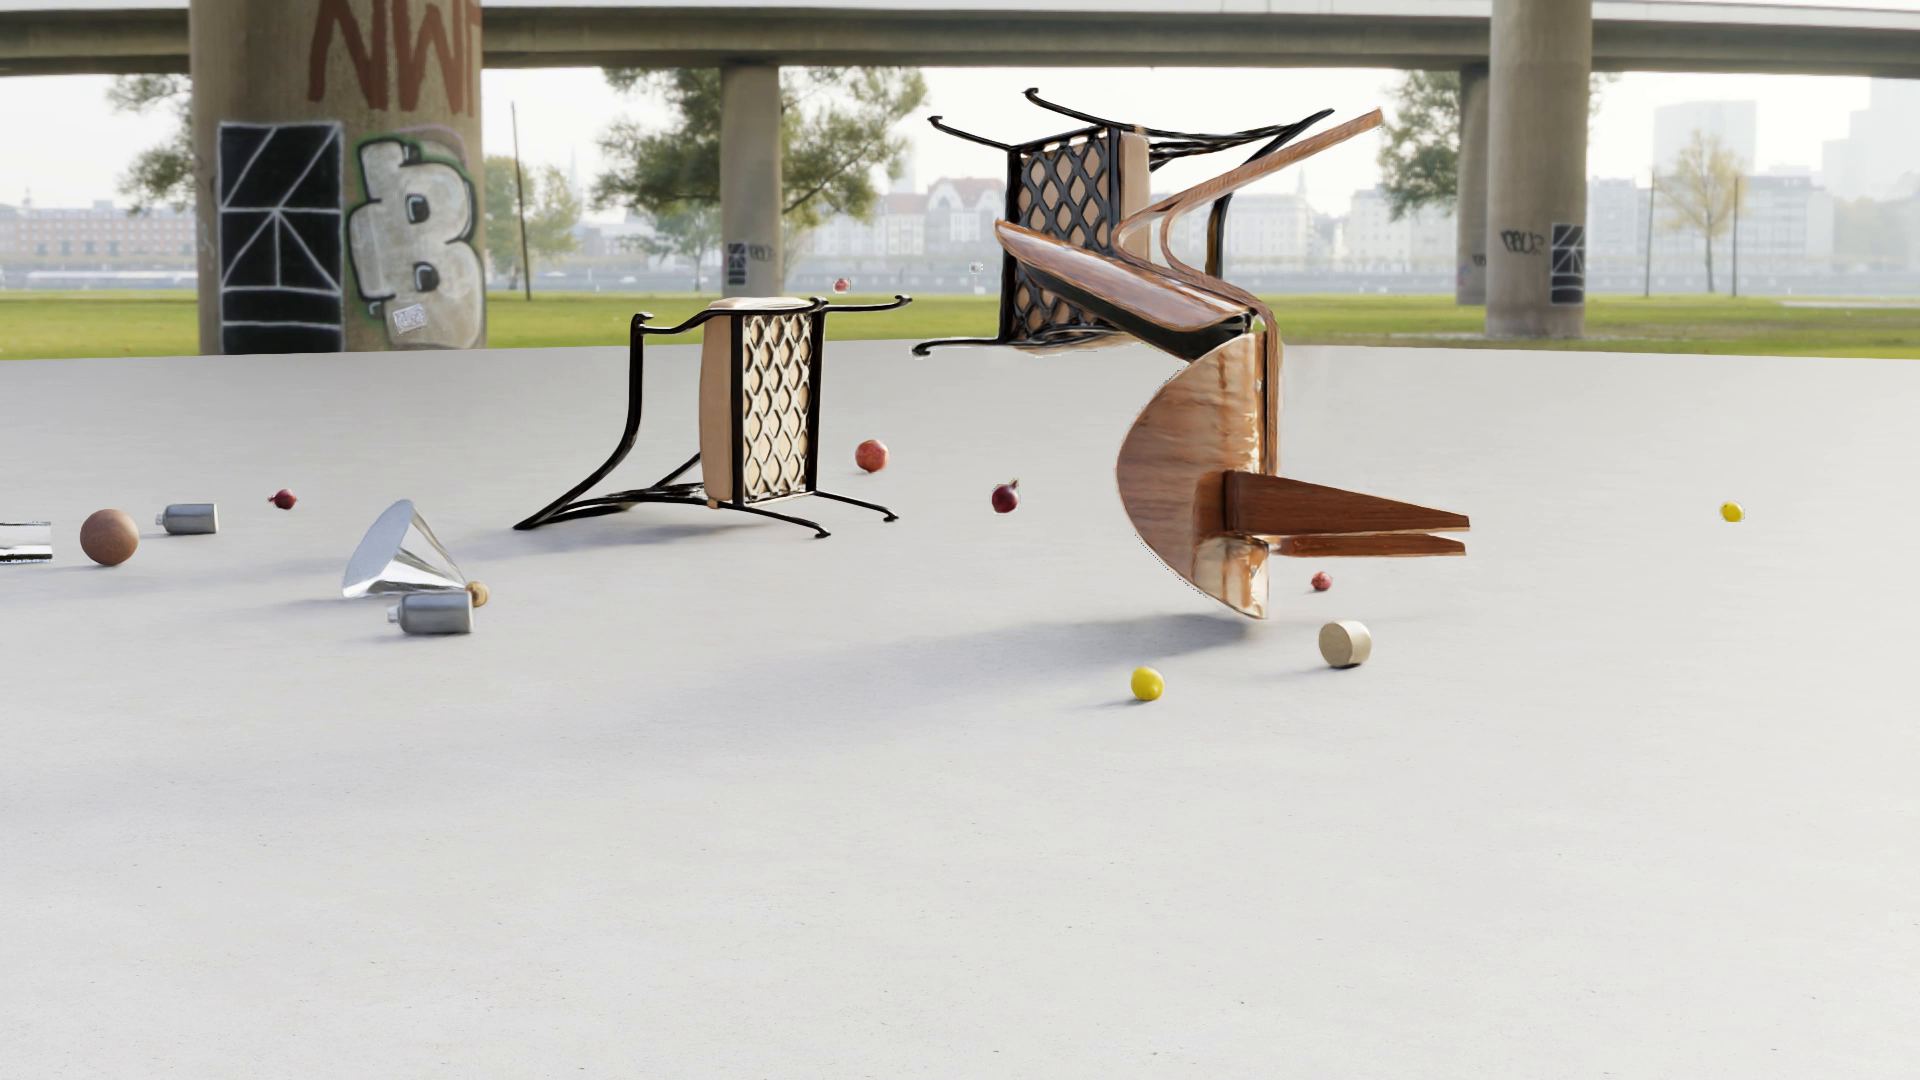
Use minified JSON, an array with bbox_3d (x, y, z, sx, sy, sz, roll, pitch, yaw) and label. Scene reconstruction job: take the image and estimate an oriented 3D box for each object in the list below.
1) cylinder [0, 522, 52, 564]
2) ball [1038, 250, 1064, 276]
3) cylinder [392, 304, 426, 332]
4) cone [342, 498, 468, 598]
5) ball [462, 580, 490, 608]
[{"bbox_3d":[-2.156,0.006,5.902,0.124,0.093,0.080,-2,9,-20],"label":"cylinder"},{"bbox_3d":[0.258,-0.786,7.268,0.074,0.074,0.074,0,6,0],"label":"ball"},{"bbox_3d":[-1.377,-0.556,6.422,0.071,0.052,0.066,-20,-8,-10],"label":"cylinder"},{"bbox_3d":[-1.115,0.059,5.343,0.254,0.243,0.123,28,11,-46],"label":"cone"},{"bbox_3d":[-0.964,0.107,5.110,0.053,0.053,0.053,0,6,0],"label":"ball"}]
